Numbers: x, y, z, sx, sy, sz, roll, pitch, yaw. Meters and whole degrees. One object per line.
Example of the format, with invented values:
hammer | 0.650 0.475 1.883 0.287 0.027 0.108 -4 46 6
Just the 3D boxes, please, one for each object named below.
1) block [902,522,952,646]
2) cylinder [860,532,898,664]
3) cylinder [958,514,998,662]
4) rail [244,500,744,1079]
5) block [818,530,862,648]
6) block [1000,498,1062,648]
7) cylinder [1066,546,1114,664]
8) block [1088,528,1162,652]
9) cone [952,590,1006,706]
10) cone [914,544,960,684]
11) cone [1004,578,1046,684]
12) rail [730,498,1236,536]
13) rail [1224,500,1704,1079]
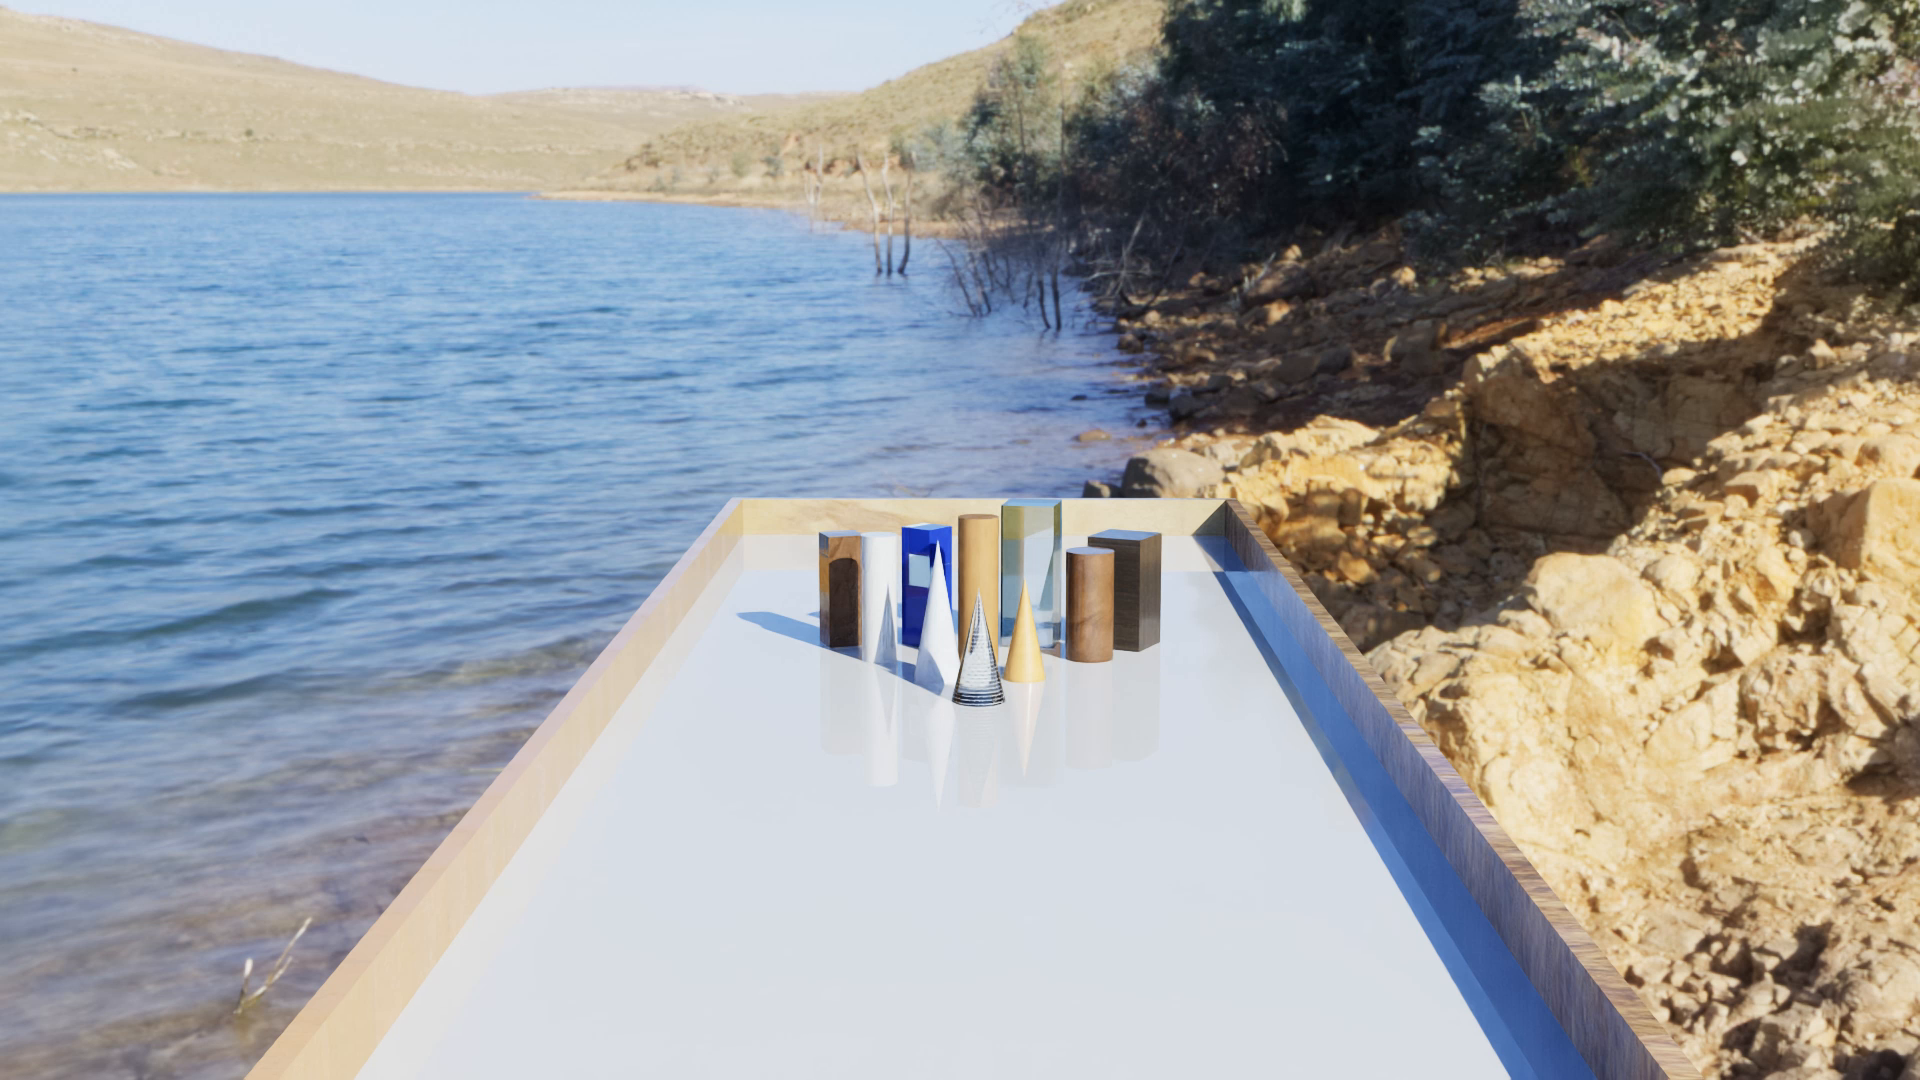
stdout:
block | -0.104 0.142 6.925 0.112 0.373 0.112 7 11 37
cylinder | -0.246 0.174 6.682 0.110 0.385 0.110 0 9 0
cylinder | 0.055 0.149 6.653 0.123 0.444 0.123 0 9 0
rail | -1.004 0.839 3.234 0.050 0.150 12.000 0 9 1
block | -0.371 0.153 6.928 0.117 0.350 0.117 -3 10 -19
block | 0.225 0.104 6.924 0.165 0.448 0.165 2 9 12
cylinder | 0.396 0.197 6.705 0.148 0.333 0.148 0 9 0
block | 0.516 0.156 6.904 0.177 0.351 0.177 5 10 27
cone | 0.052 0.292 6.145 0.152 0.320 0.152 0 9 0
cone | -0.064 0.202 6.416 0.143 0.413 0.143 0 9 0
cone | 0.189 0.256 6.426 0.127 0.302 0.127 0 9 0
rail | 0.099 -0.098 9.147 2.100 0.150 0.050 0 9 1
rail | 1.046 0.843 3.208 0.050 0.150 12.000 0 9 1
